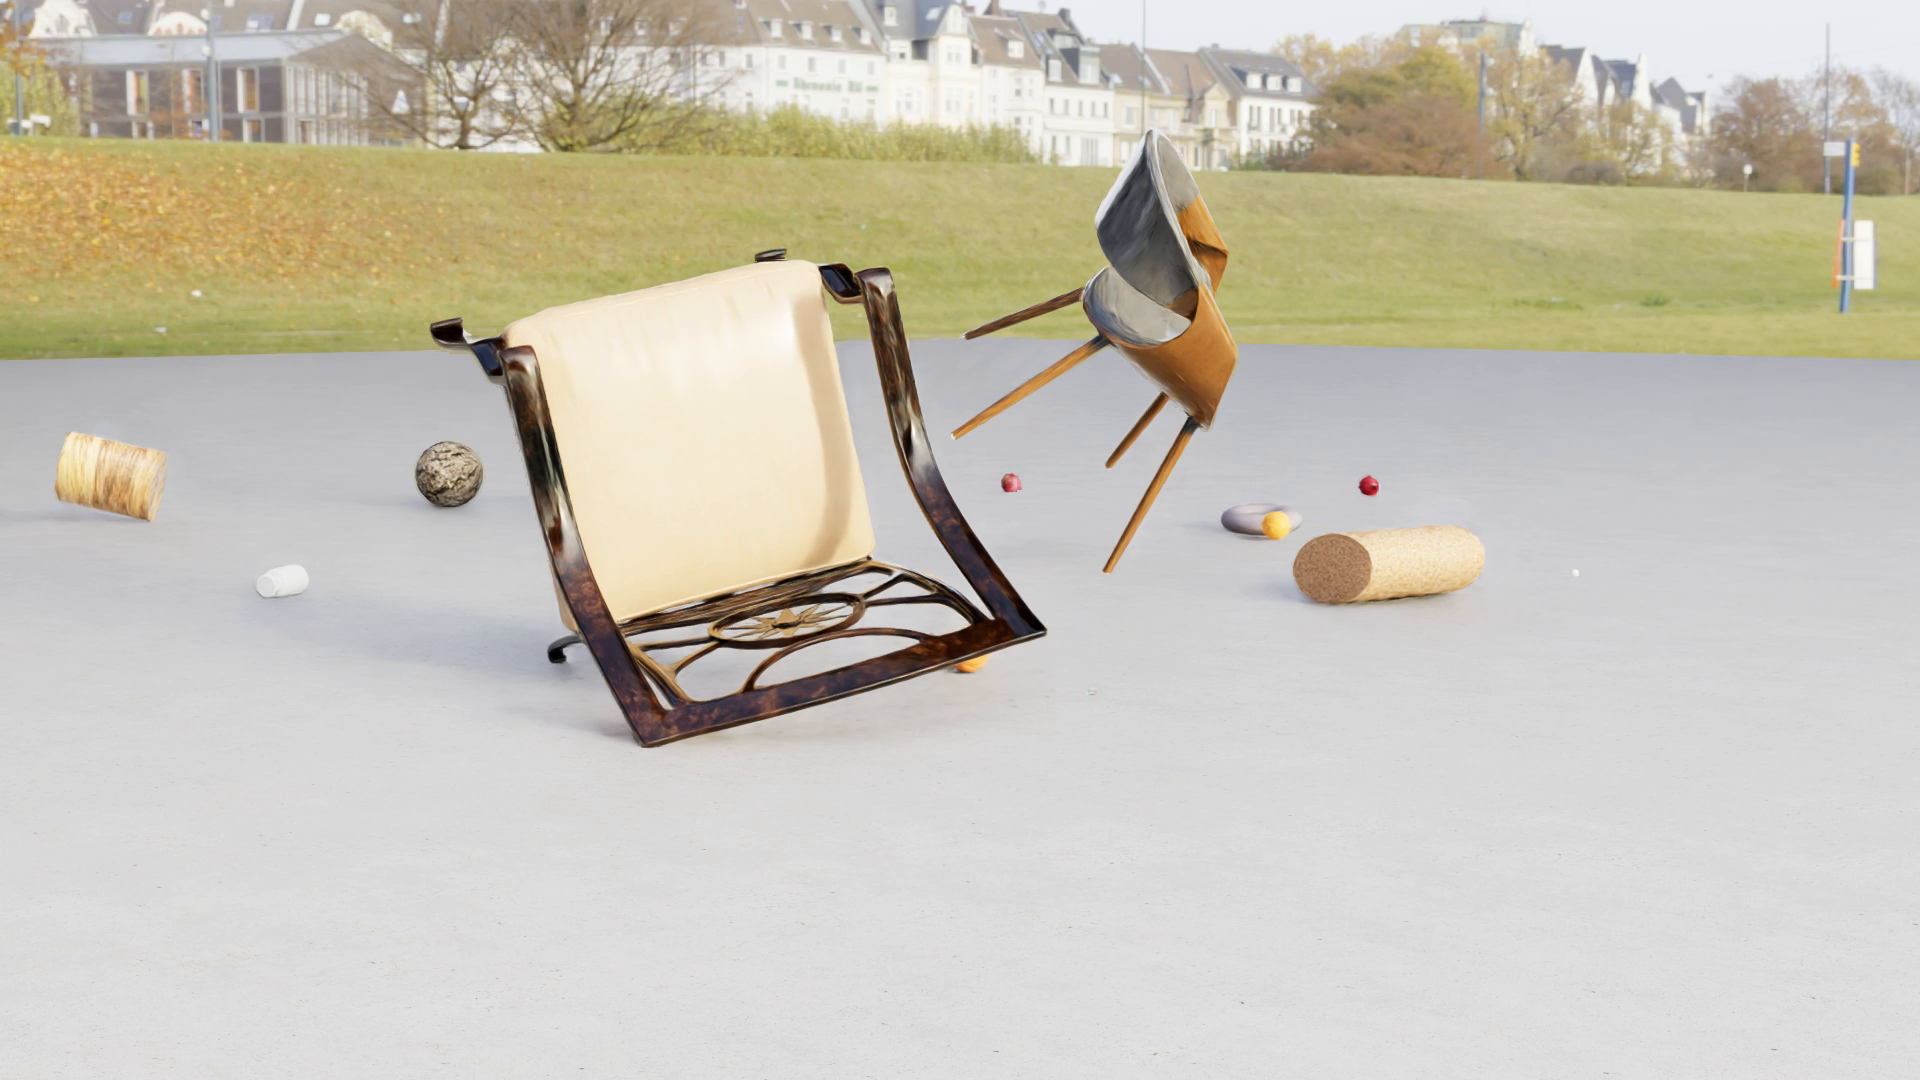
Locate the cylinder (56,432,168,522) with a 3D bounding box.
[{"bbox_3d":[-2.268,-0.170,6.860,0.245,0.207,0.164,13,38,-6],"label":"cylinder"}]

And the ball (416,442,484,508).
[{"bbox_3d":[-1.454,-0.187,7.302,0.189,0.189,0.189,0,6,0],"label":"ball"}]

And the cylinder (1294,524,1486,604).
[{"bbox_3d":[0.875,0.048,5.233,0.312,0.141,0.235,-4,-2,-34],"label":"cylinder"}]

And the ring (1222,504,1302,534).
[{"bbox_3d":[0.778,-0.052,6.616,0.196,0.055,0.223,-12,15,-36],"label":"ring"}]
